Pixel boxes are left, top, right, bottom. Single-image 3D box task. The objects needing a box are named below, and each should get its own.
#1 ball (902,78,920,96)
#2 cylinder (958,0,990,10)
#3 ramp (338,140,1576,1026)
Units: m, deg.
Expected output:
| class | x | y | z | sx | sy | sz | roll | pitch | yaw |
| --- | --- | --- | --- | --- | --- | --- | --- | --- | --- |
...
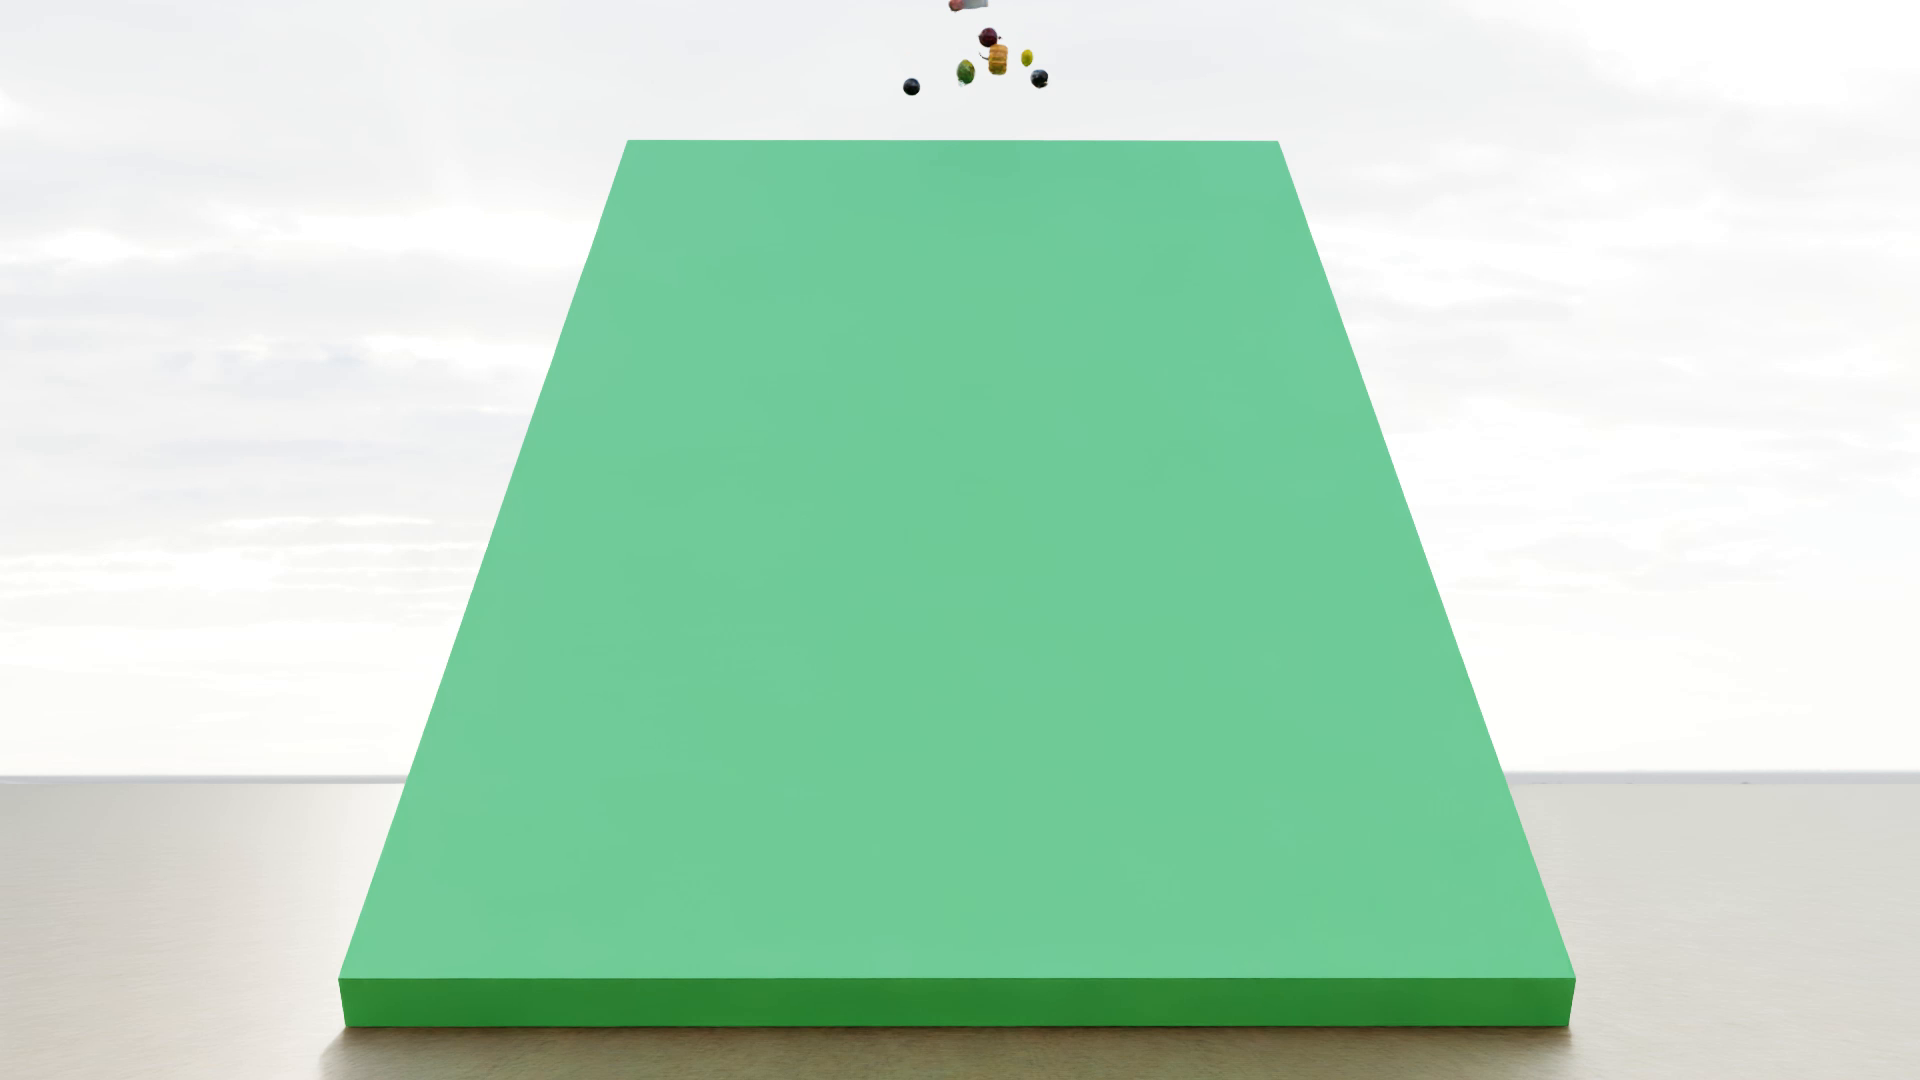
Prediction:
| class | x | y | z | sx | sy | sz | roll | pitch | yaw |
| --- | --- | --- | --- | --- | --- | --- | --- | --- | --- |
| ball | -0.142 | -1.327 | 7.028 | 0.054 | 0.054 | 0.054 | 0 | -6 | 0 |
| cylinder | 0.037 | -1.639 | 7.179 | 0.092 | 0.092 | 0.092 | -7 | 16 | 2 |
| ramp | -0.012 | -0.217 | 5.650 | 2.000 | 0.100 | 4.000 | 0 | 29 | 0 |
